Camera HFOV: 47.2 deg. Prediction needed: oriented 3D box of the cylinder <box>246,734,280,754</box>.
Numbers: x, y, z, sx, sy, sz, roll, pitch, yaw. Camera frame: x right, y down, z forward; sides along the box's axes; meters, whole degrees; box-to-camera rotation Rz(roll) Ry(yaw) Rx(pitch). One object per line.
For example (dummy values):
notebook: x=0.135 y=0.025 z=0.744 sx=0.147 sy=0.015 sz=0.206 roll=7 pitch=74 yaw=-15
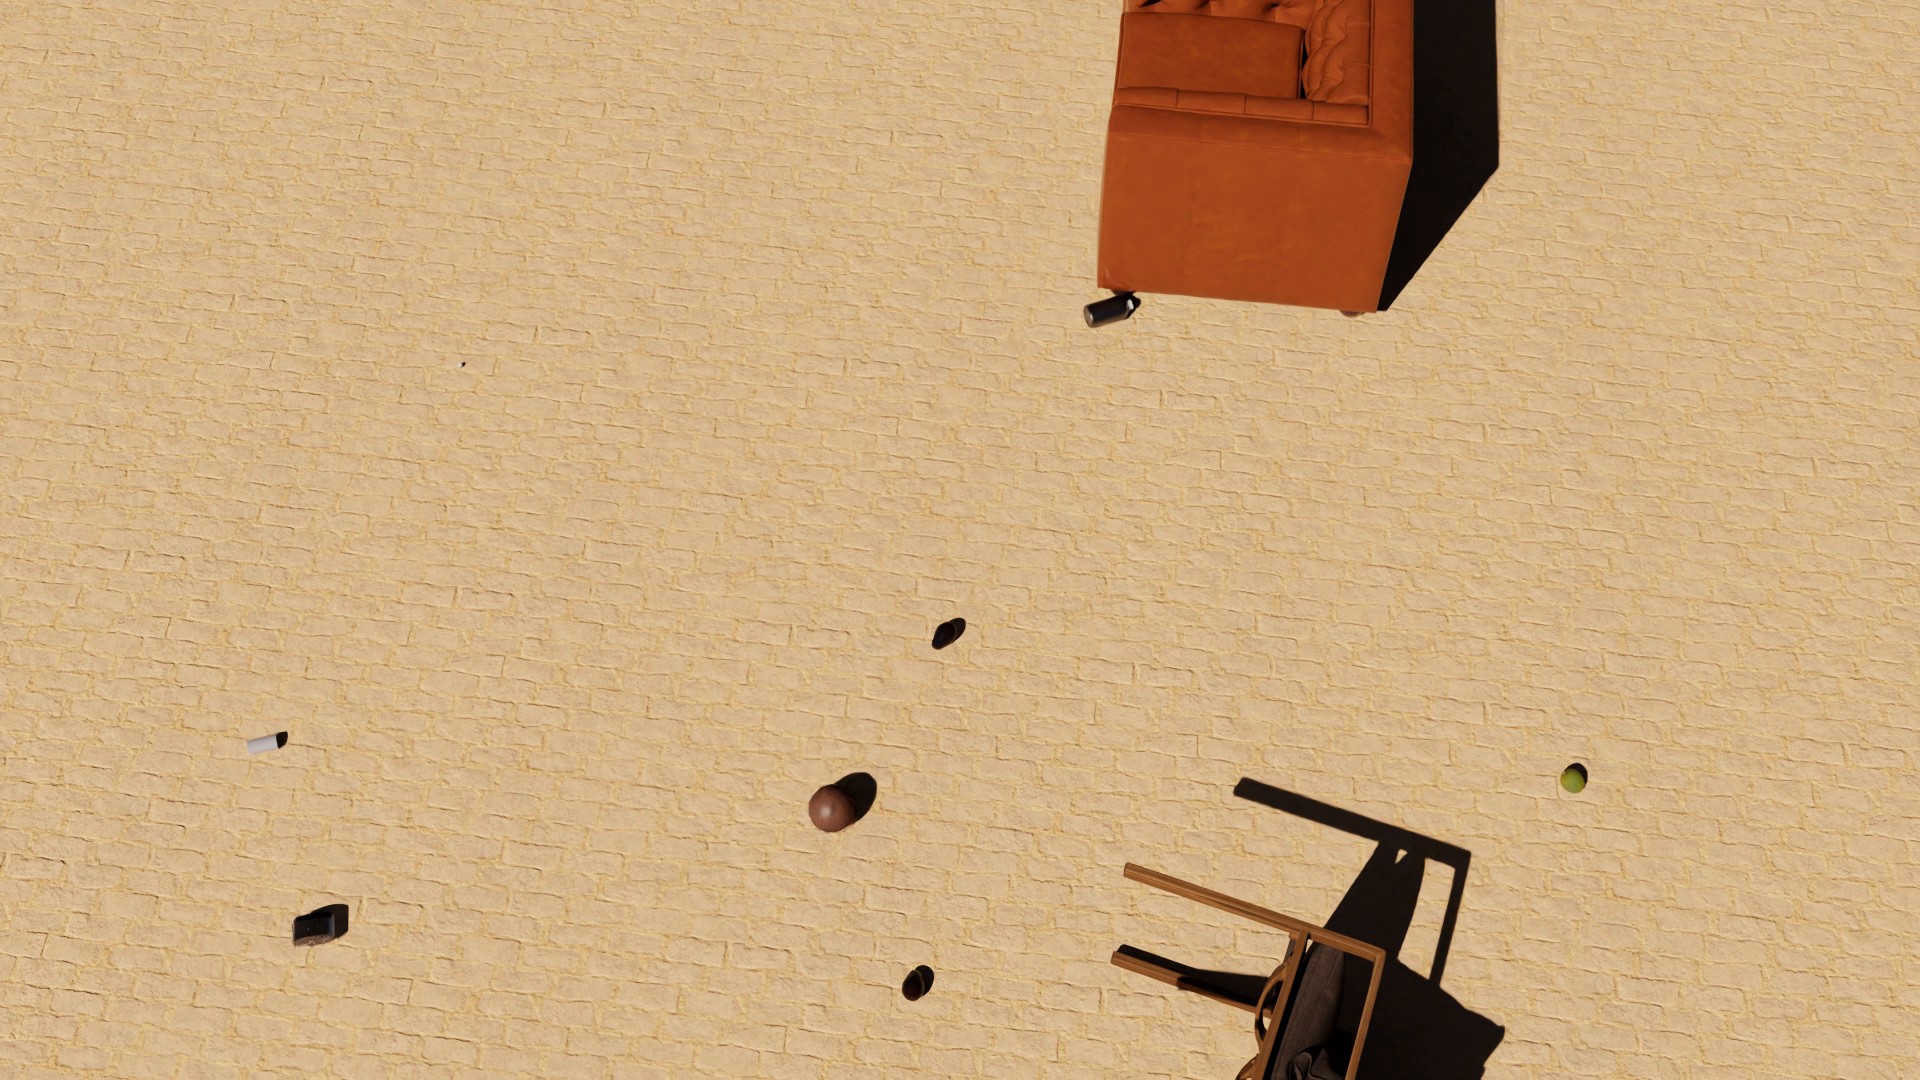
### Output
cylinder: x=-1.956 y=0.573 z=6.170 sx=0.081 sy=0.032 sz=0.045 roll=-12 pitch=59 yaw=-8
